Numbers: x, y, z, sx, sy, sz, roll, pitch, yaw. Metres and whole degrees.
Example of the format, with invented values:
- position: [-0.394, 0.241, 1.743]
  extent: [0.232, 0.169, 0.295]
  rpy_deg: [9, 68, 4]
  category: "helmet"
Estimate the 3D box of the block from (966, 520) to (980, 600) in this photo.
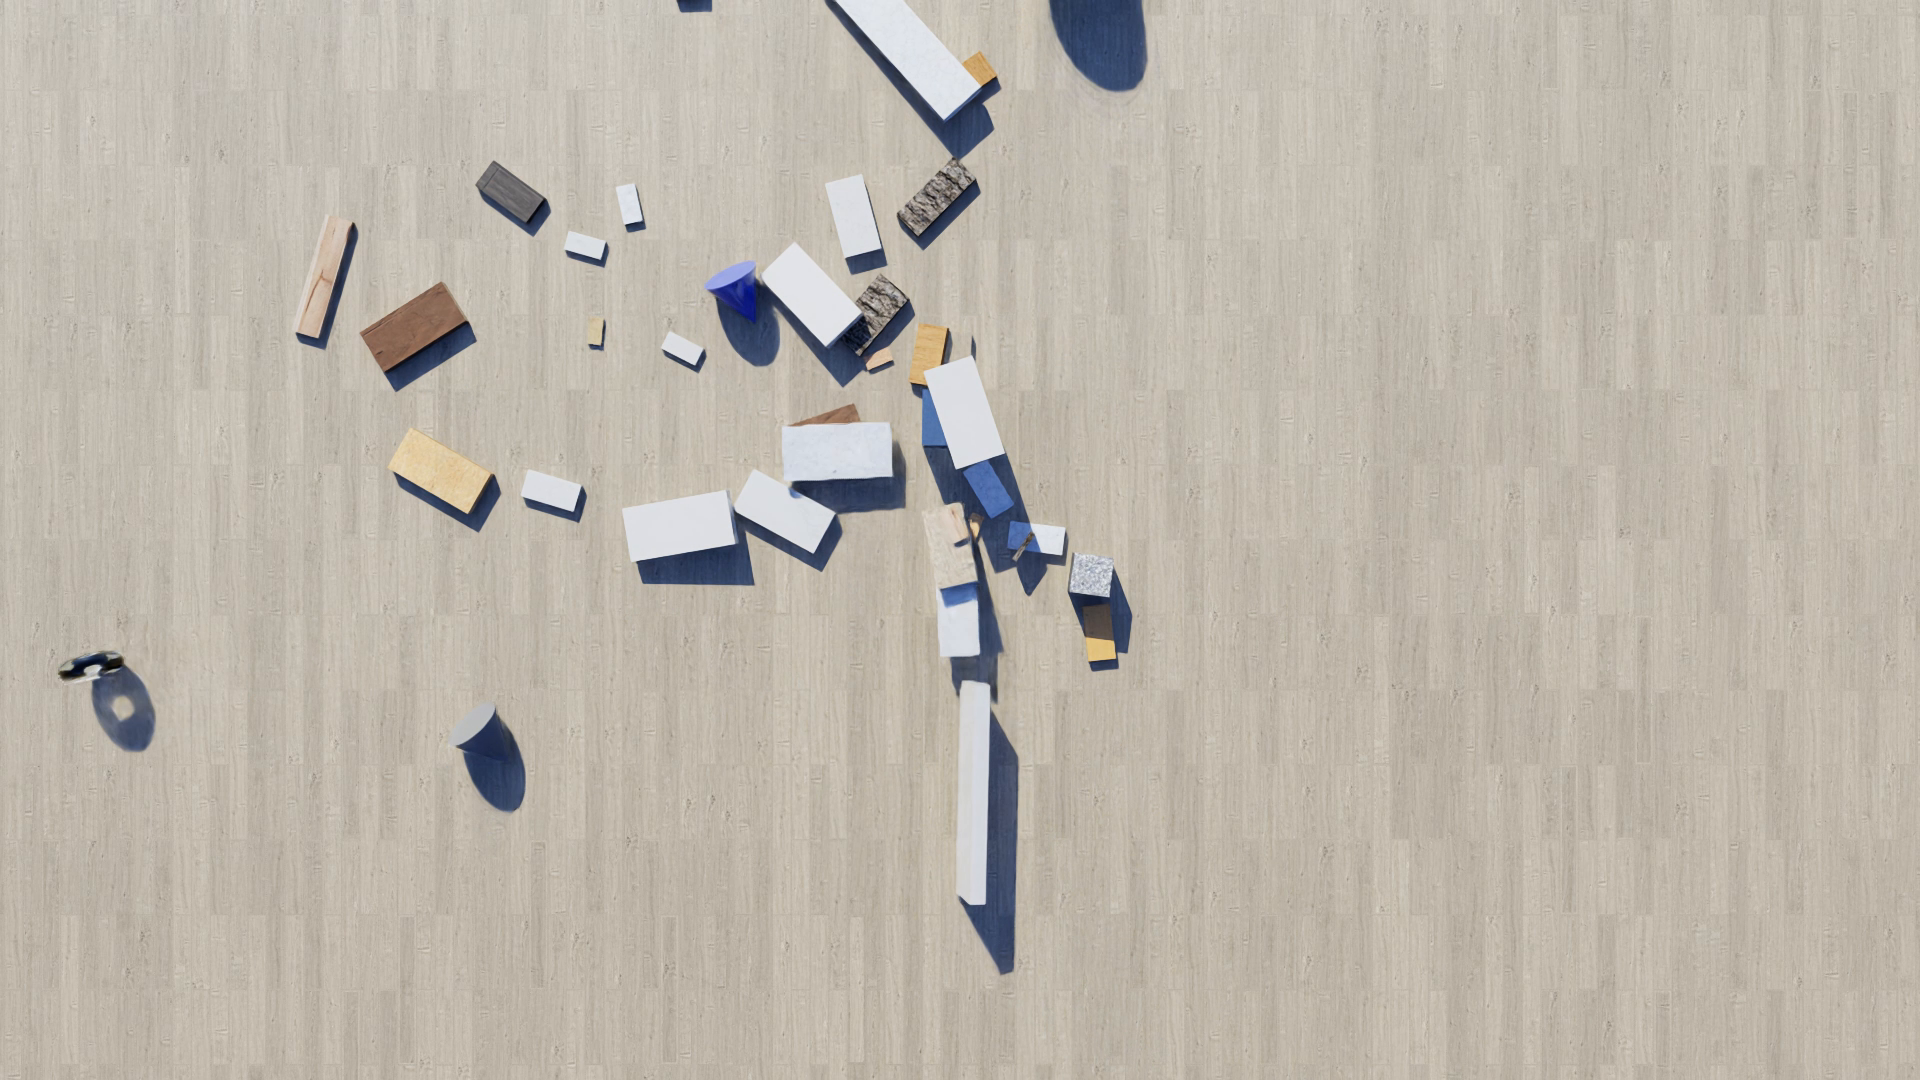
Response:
- position: [-0.019, 0.074, 5.446]
  extent: [0.133, 0.038, 0.266]
  rpy_deg: [-7, 93, 9]
  category: "block"

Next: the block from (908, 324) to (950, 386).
- position: [-0.103, -0.612, 5.469]
  extent: [0.099, 0.028, 0.199]
  rpy_deg: [11, 92, 17]
  category: "block"

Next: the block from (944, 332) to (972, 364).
- position: [-0.016, -0.592, 5.486]
  extent: [0.099, 0.028, 0.199]
  rpy_deg: [3, 90, 0]
  category: "block"

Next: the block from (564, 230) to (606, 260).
- position: [-1.247, -0.980, 5.491]
  extent: [0.127, 0.018, 0.063]
  rpy_deg: [16, 90, 0]
  category: "block"

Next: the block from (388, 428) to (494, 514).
- position: [-1.724, -0.230, 5.478]
  extent: [0.307, 0.043, 0.153]
  rpy_deg: [30, 90, 0]
  category: "block"

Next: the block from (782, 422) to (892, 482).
- position: [-0.404, -0.292, 5.440]
  extent: [0.357, 0.051, 0.179]
  rpy_deg: [-3, 96, -2]
  category: "block"

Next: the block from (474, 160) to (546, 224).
- position: [-1.494, -1.157, 5.485]
  extent: [0.211, 0.030, 0.105]
  rpy_deg: [36, 90, 0]
  category: "block"

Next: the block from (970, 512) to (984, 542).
- position: [0.044, -0.043, 5.493]
  extent: [0.045, 0.013, 0.090]
  rpy_deg: [22, 89, 0]
  category: "block"

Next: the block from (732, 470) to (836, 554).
- position: [-0.583, -0.096, 5.478]
  extent: [0.307, 0.043, 0.153]
  rpy_deg: [28, 90, 0]
  category: "block"

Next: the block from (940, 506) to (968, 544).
- position: [-0.019, -0.047, 5.368]
  extent: [0.055, 0.016, 0.110]
  rpy_deg: [-25, 79, 7]
  category: "block"

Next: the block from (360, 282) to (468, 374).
- position: [-1.812, -0.706, 5.478]
  extent: [0.320, 0.043, 0.153]
  rpy_deg: [-32, 90, 0]
  category: "block"

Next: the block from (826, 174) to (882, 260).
- position: [-0.354, -1.074, 5.482]
  extent: [0.127, 0.036, 0.254]
  rpy_deg: [-15, 90, 0]
  category: "block"

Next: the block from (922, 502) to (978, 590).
- position: [-0.032, 0.020, 5.388]
  extent: [0.133, 0.038, 0.266]
  rpy_deg: [-13, 80, 8]
  category: "block"

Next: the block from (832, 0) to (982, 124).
- position: [-0.201, -1.670, 5.459]
  extent: [0.165, 0.047, 0.633]
  rpy_deg: [-42, 87, 0]
  category: "block"

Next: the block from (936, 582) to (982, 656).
- position: [-0.005, 0.247, 5.412]
  extent: [0.133, 0.038, 0.266]
  rpy_deg: [-3, 91, 10]
  category: "block"

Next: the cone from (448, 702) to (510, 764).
- position: [-1.554, 0.675, 5.457]
  extent: [0.193, 0.193, 0.193]
  rpy_deg: [-36, 117, 0]
  category: "cone"

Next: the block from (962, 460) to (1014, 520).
- position: [0.095, -0.171, 5.487]
  extent: [0.091, 0.026, 0.183]
  rpy_deg: [-31, 90, 0]
  category: "block"

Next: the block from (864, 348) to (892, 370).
- position: [-0.273, -0.604, 5.494]
  extent: [0.090, 0.013, 0.045]
  rpy_deg: [-23, 90, 0]
  category: "block"

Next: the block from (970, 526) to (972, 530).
- position: [-0.004, 0.048, 5.474]
  extent: [0.091, 0.026, 0.183]
  rpy_deg: [-2, 94, 9]
  category: "block"

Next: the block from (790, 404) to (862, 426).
- position: [-0.451, -0.353, 5.482]
  extent: [0.254, 0.036, 0.127]
  rpy_deg: [-19, 90, 0]
  category: "block"

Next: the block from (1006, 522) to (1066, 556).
- position: [0.253, -0.006, 5.487]
  extent: [0.184, 0.026, 0.092]
  rpy_deg: [7, 90, 0]
  category: "block"

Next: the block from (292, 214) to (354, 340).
- position: [-2.118, -0.876, 5.487]
  extent: [0.092, 0.026, 0.402]
  rpy_deg: [16, 90, 0]
  category: "block"

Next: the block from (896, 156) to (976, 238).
- position: [-0.079, -1.141, 5.485]
  extent: [0.273, 0.030, 0.105]
  rpy_deg: [-45, 90, 0]
  category: "block"

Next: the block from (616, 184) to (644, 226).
- position: [-1.100, -1.117, 5.491]
  extent: [0.063, 0.018, 0.127]
  rpy_deg: [-12, 90, 0]
  category: "block"

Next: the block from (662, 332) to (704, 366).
- position: [-0.923, -0.637, 5.491]
  extent: [0.127, 0.018, 0.063]
  rpy_deg: [27, 90, 0]
  category: "block"

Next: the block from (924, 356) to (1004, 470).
- position: [0.013, -0.408, 5.297]
  extent: [0.165, 0.047, 0.329]
  rpy_deg: [-18, 90, 0]
  category: "block"

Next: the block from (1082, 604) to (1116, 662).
- position: [0.462, 0.307, 5.487]
  extent: [0.091, 0.026, 0.183]
  rpy_deg: [-6, 90, 0]
  category: "block"

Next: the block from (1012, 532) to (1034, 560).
- position: [0.211, 0.021, 5.447]
  extent: [0.016, 0.055, 0.110]
  rpy_deg: [35, 90, 0]
  category: "block"

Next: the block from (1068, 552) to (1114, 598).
- position: [0.430, 0.113, 5.435]
  extent: [0.129, 0.129, 0.129]
  rpy_deg: [8, 90, 0]
  category: "block"

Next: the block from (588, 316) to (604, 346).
- position: [-1.213, -0.696, 5.494]
  extent: [0.045, 0.013, 0.090]
  rpy_deg: [6, 90, 0]
  category: "block"

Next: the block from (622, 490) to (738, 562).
- position: [-0.924, -0.046, 5.453]
  extent: [0.357, 0.051, 0.179]
  rpy_deg: [-10, 90, 7]
  category: "block"

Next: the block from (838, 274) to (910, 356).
- position: [-0.299, -0.748, 5.482]
  extent: [0.127, 0.036, 0.254]
  rpy_deg: [41, 90, 0]
  category: "block"

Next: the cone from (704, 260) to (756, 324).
- position: [-0.718, -0.795, 5.458]
  extent: [0.187, 0.187, 0.187]
  rpy_deg: [-26, 117, 0]
  category: "cone"

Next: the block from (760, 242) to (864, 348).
- position: [-0.491, -0.809, 5.456]
  extent: [0.165, 0.047, 0.329]
  rpy_deg: [-44, 83, 1]
  category: "block"

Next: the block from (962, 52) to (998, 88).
- position: [0.014, -1.526, 5.486]
  extent: [0.199, 0.028, 0.099]
  rpy_deg: [-35, 90, 0]
  category: "block"

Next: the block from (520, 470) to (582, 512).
- position: [-1.358, -0.164, 5.487]
  extent: [0.184, 0.026, 0.092]
  rpy_deg: [17, 90, 0]
  category: "block"

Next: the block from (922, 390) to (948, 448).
- position: [-0.032, -0.394, 5.410]
  extent: [0.180, 0.180, 0.180]
  rpy_deg: [1, 90, 0]
  category: "block"

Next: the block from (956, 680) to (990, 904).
- position: [0.042, 0.822, 5.407]
  extent: [0.051, 0.179, 0.708]
  rpy_deg: [1, 90, -16]
  category: "block"
